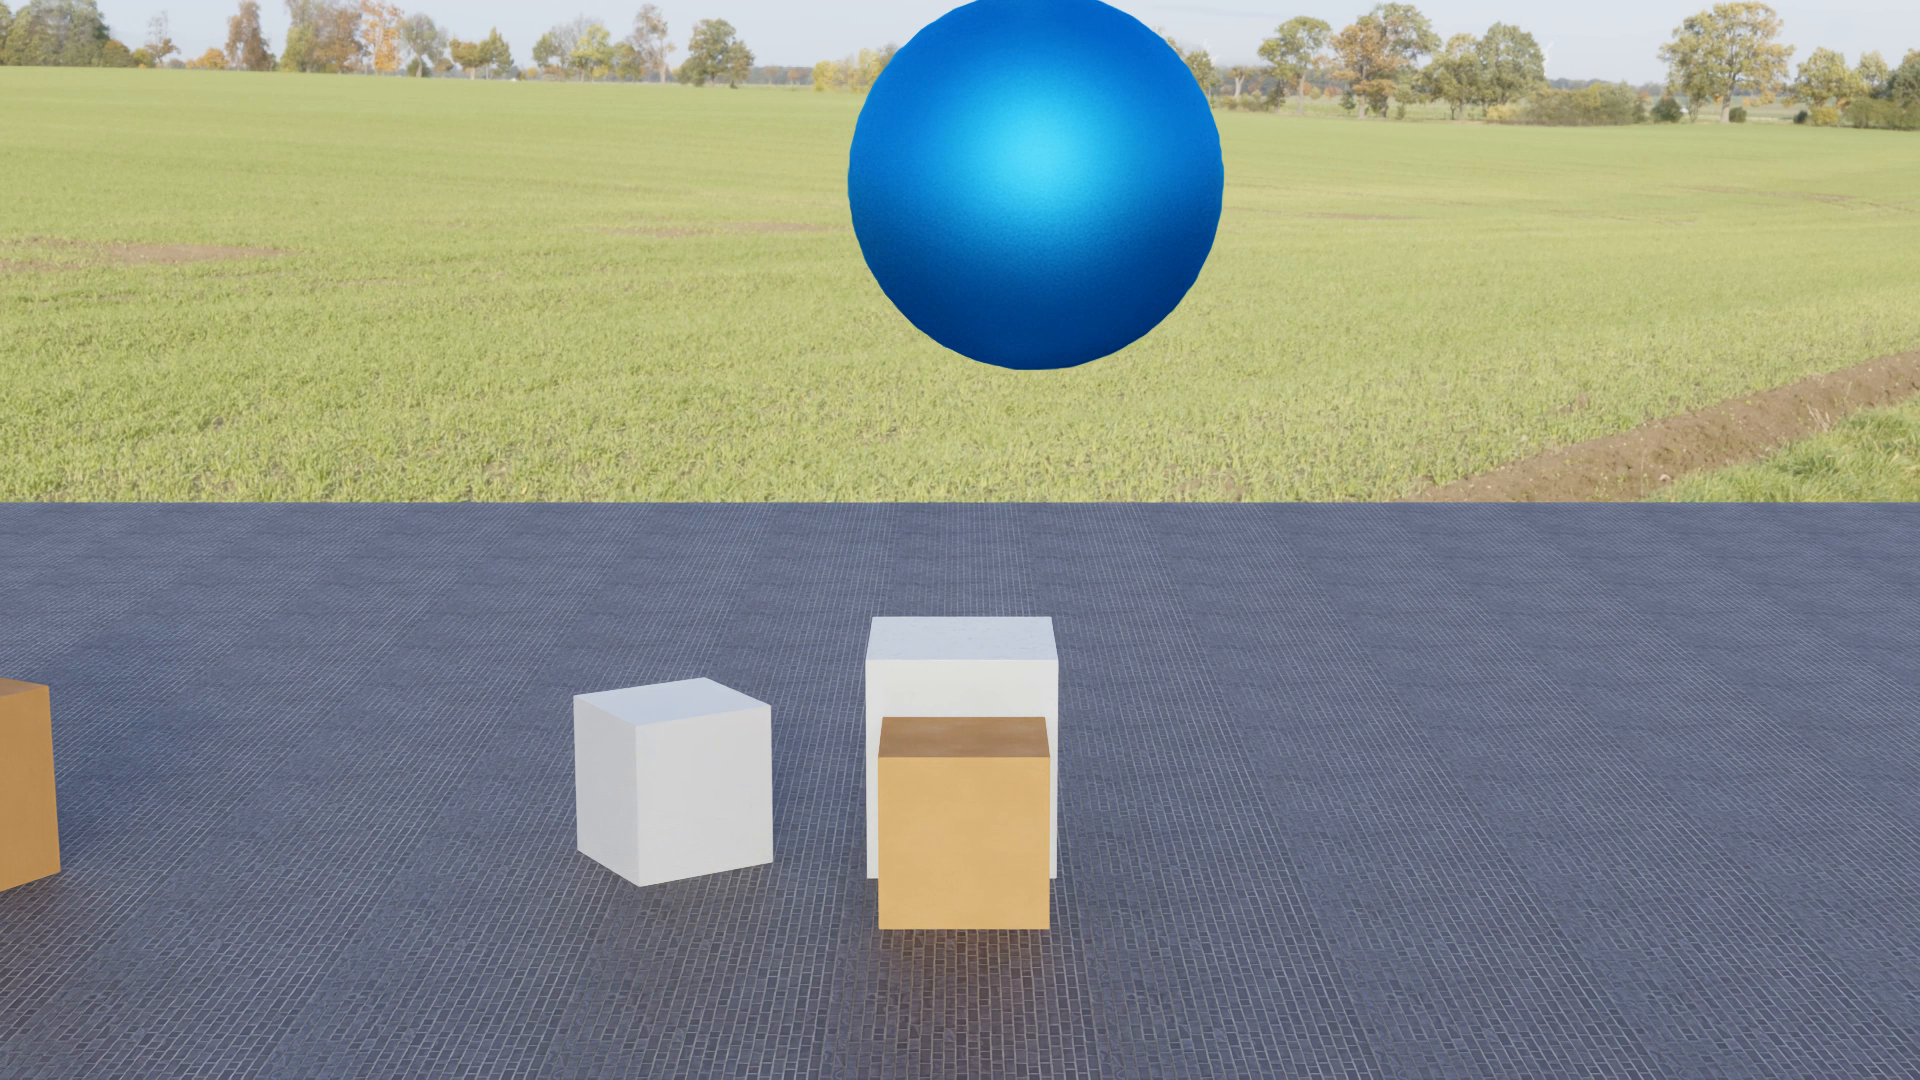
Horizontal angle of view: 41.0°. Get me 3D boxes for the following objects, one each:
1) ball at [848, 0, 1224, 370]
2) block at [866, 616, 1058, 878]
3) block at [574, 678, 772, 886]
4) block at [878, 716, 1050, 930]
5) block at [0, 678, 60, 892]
[{"bbox_3d":[0.321,-1.522,10.904,1.600,1.600,1.600,0,10,0],"label":"ball"},{"bbox_3d":[0.009,0.928,11.697,0.838,0.989,0.904,0,10,0],"label":"block"},{"bbox_3d":[-1.298,1.079,11.599,0.665,0.727,0.646,-7,12,-32],"label":"block"},{"bbox_3d":[0.017,1.195,10.933,0.709,0.737,0.677,0,10,0],"label":"block"},{"bbox_3d":[-4.560,1.083,11.229,0.821,0.852,0.786,6,12,30],"label":"block"}]
